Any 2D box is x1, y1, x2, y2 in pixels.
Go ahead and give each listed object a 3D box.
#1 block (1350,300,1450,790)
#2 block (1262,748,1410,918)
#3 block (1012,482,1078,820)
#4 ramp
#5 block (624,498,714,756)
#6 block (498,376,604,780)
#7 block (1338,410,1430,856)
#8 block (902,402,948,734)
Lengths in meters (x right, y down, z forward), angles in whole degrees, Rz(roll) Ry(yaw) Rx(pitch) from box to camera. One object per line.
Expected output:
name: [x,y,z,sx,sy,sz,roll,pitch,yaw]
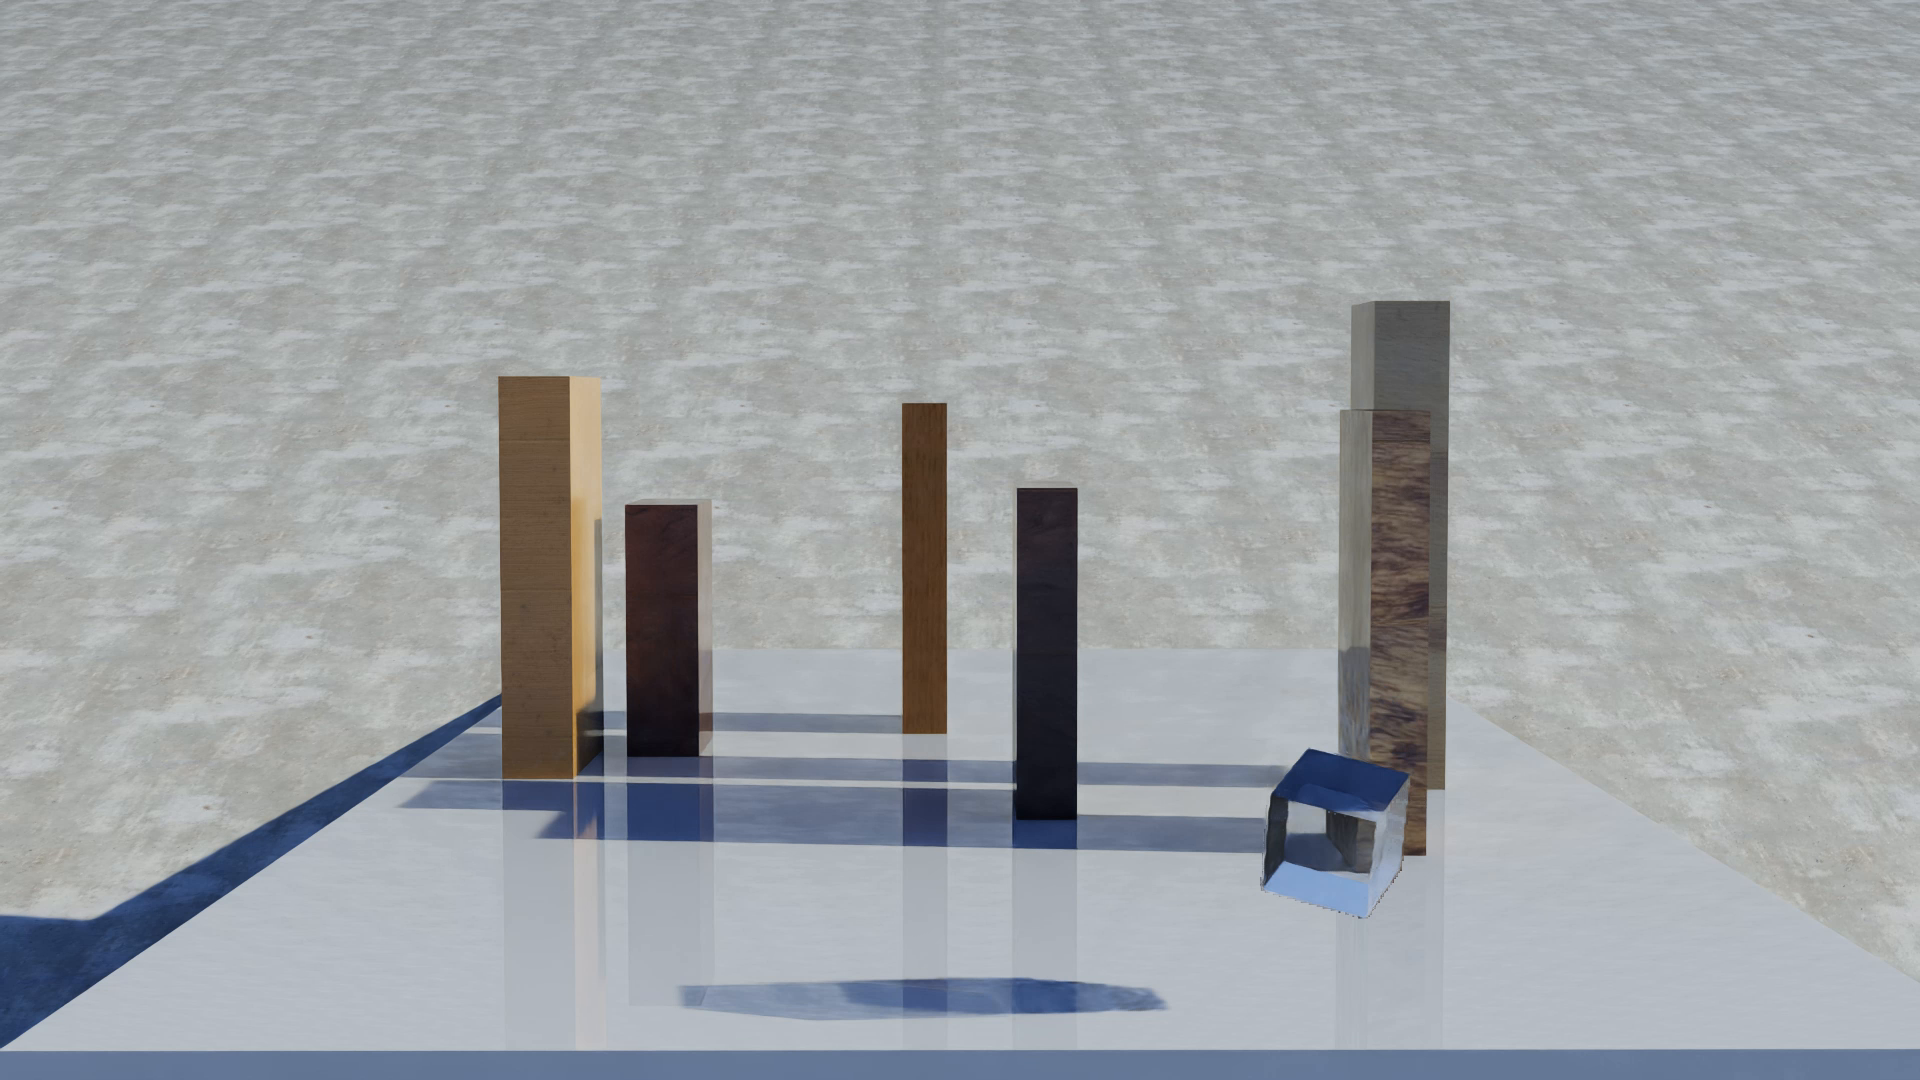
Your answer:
block: [0.732,0.003,4.302,0.121,0.797,0.249,0,3,0]
block: [0.397,0.307,2.709,0.114,0.114,0.114,13,27,24]
block: [0.131,0.165,4.034,0.092,0.505,0.290,0,3,0]
ramp: [0.049,0.440,4.532,2.000,0.100,4.000,0,3,0]
block: [-0.531,0.155,4.708,0.129,0.451,0.266,0,3,0]
block: [-0.710,0.054,4.490,0.119,0.676,0.377,0,3,0]
block: [0.612,0.123,3.731,0.081,0.622,0.301,0,3,0]
block: [-0.068,0.048,5.018,0.084,0.629,0.280,0,3,0]
